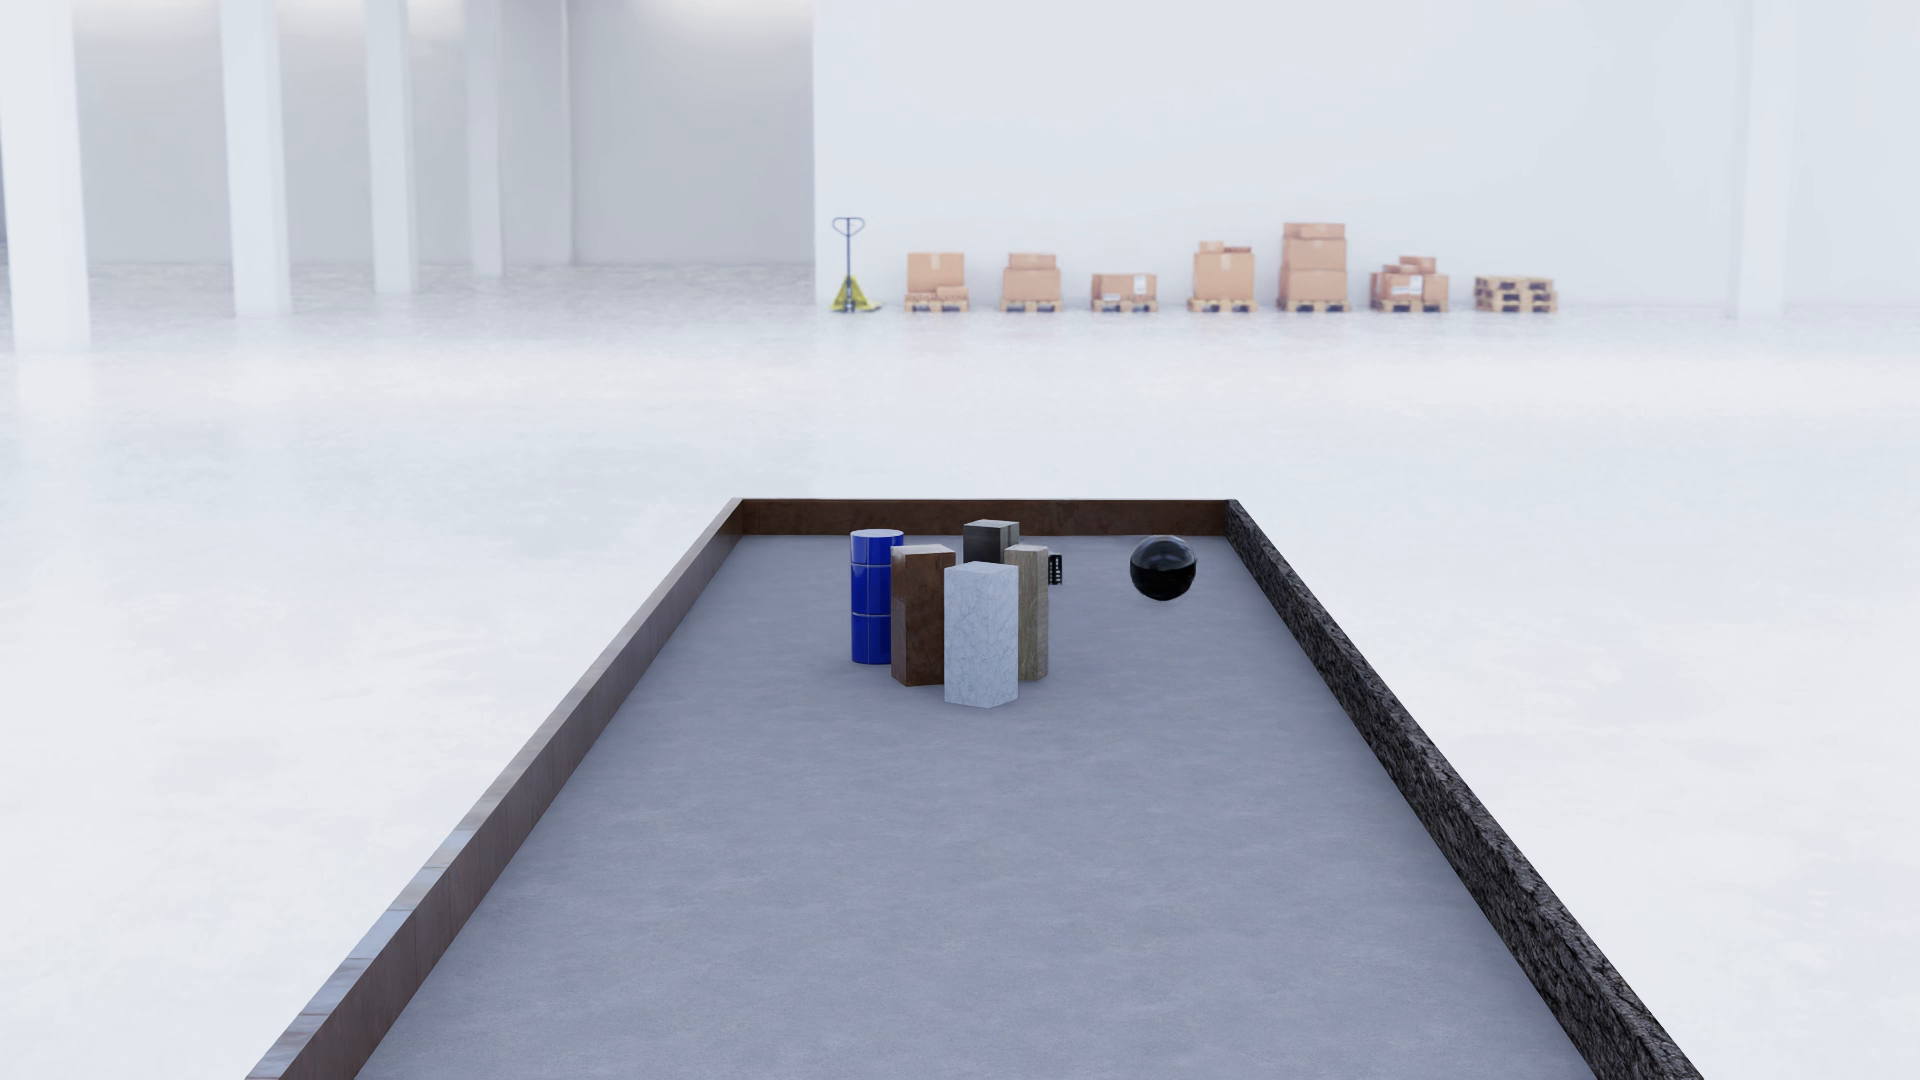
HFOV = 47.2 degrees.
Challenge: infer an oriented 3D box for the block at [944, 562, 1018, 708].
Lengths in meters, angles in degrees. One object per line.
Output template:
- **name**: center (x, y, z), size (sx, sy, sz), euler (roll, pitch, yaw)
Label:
- **block**: center (0.060, 0.262, 6.146), size (0.148, 0.378, 0.148), euler (6, 11, 34)

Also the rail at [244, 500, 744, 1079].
- **rail**: center (-1.004, 0.839, 3.234), size (0.050, 0.150, 12.000), euler (0, 9, 1)

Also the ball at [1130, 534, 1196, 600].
- **ball**: center (0.707, 0.095, 7.664), size (0.233, 0.233, 0.233), euler (0, 9, 0)

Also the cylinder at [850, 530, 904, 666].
- **cylinder**: center (-0.251, 0.172, 6.678), size (0.161, 0.390, 0.161), euler (0, 9, 0)

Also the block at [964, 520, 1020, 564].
- **block**: center (0.095, 0.155, 6.704), size (0.126, 0.415, 0.126), euler (5, 10, 28)

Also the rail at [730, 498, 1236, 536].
- **rail**: center (0.099, -0.098, 9.147), size (2.100, 0.150, 0.050), euler (0, 9, 1)

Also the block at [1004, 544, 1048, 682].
- **block**: center (0.194, 0.212, 6.448), size (0.102, 0.383, 0.102), euler (3, 10, 20)

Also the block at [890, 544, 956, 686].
- **block**: center (-0.107, 0.217, 6.402), size (0.151, 0.387, 0.151), euler (-3, 9, -18)

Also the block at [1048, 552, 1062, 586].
- **block**: center (0.208, 0.080, 8.155), size (0.110, 0.110, 0.453), euler (-5, 10, -30)

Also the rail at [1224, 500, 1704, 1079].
- **rail**: center (1.046, 0.843, 3.208), size (0.050, 0.150, 12.000), euler (0, 9, 1)
